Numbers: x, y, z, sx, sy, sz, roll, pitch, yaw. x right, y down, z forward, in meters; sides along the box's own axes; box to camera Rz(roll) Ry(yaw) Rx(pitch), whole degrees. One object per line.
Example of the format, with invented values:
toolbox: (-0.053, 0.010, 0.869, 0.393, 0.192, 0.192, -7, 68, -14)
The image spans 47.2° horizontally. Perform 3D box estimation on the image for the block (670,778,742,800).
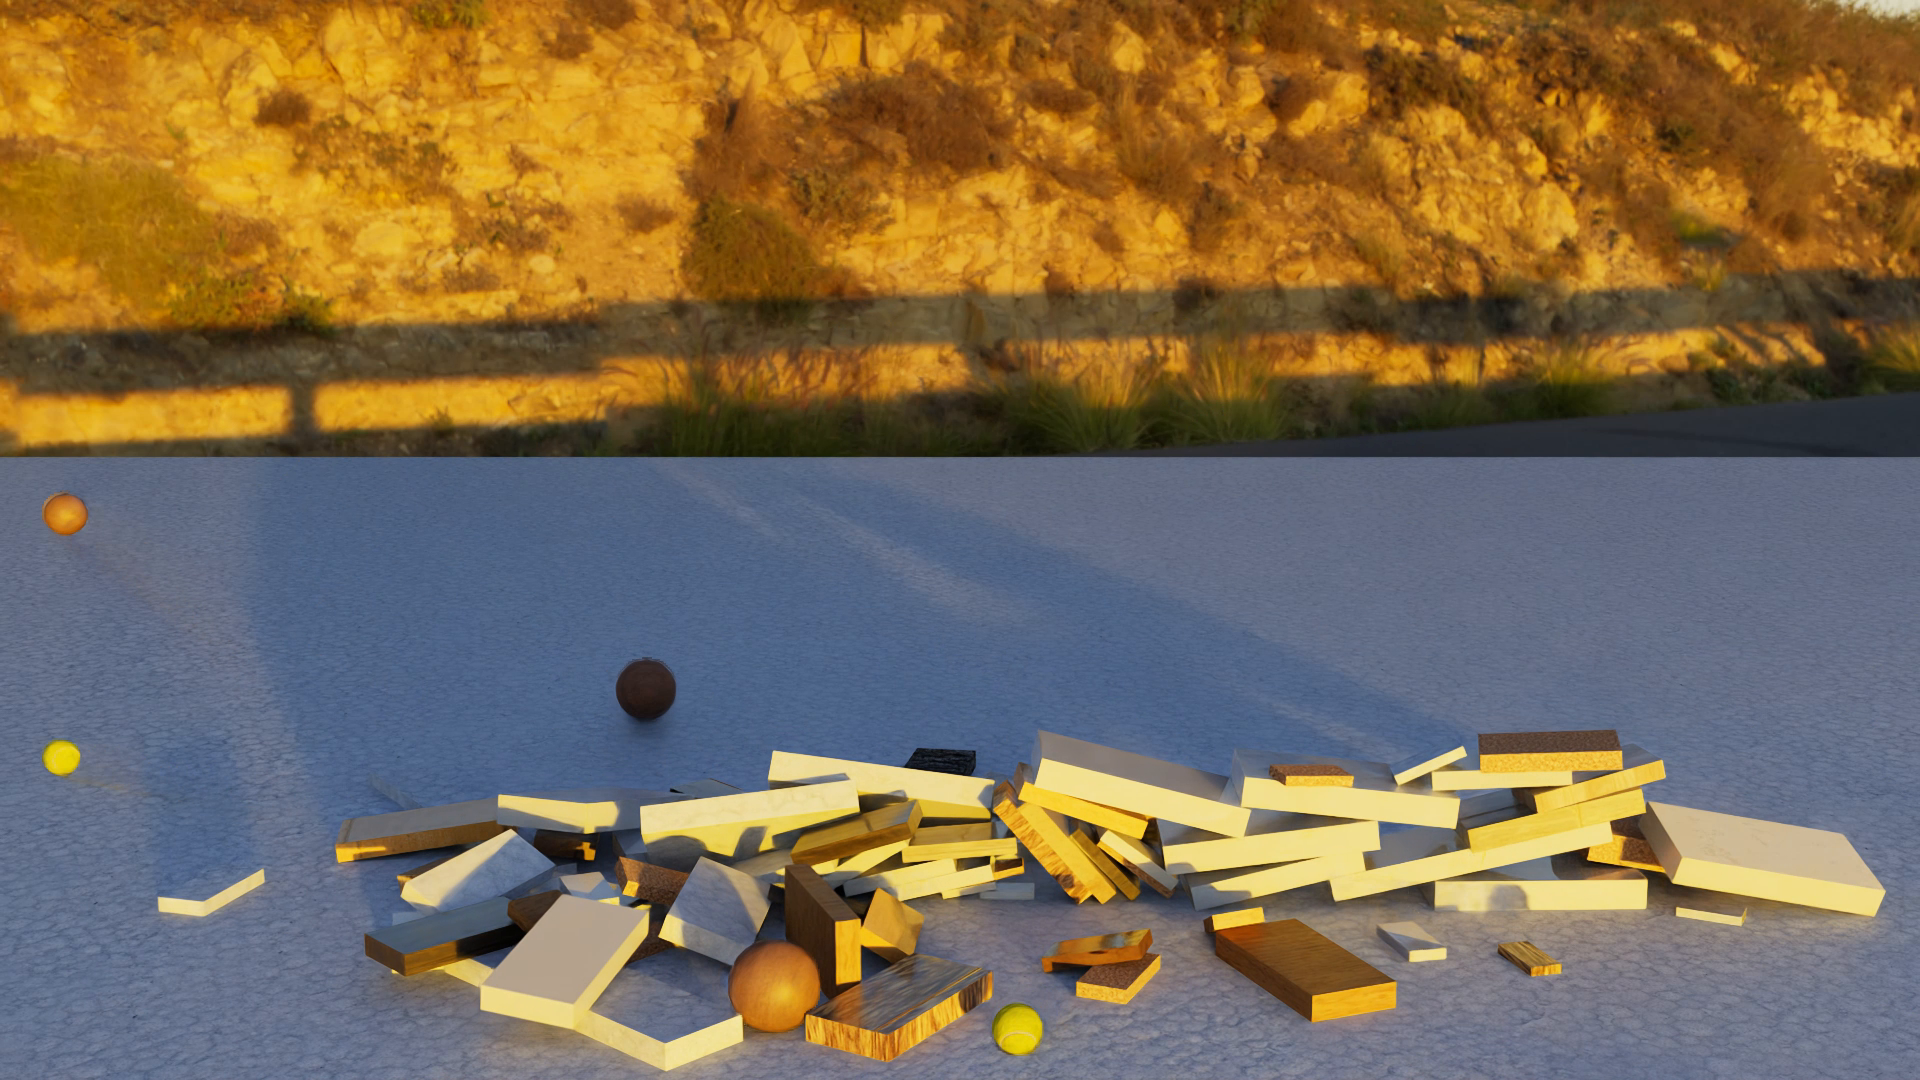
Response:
block: (-0.451, 0.490, 4.133, 0.095, 0.027, 0.190, -9, 14, -42)

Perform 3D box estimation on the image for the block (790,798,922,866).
block: (-0.167, 0.479, 3.578, 0.203, 0.029, 0.102, -17, 12, 12)

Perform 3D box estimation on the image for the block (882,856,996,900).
block: (-0.036, 0.557, 3.652, 0.187, 0.027, 0.094, -13, 10, 5)

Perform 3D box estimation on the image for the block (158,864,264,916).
block: (-1.242, 0.581, 3.653, 0.085, 0.024, 0.170, 3, 11, 15)

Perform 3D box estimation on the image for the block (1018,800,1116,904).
block: (0.177, 0.500, 3.654, 0.030, 0.214, 0.107, -40, 7, 8)

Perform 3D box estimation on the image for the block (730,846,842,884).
block: (-0.295, 0.543, 3.644, 0.203, 0.029, 0.102, -18, 11, 14)

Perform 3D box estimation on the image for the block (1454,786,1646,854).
block: (0.960, 0.440, 3.614, 0.286, 0.041, 0.143, -14, 11, 1)

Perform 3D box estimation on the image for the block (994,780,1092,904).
block: (0.137, 0.501, 3.651, 0.030, 0.214, 0.107, -40, 7, 8)

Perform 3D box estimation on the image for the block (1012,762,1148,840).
block: (0.196, 0.427, 3.614, 0.214, 0.030, 0.107, 19, 10, -7)

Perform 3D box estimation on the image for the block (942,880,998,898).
block: (0.016, 0.576, 3.661, 0.090, 0.013, 0.045, -11, 10, 5)

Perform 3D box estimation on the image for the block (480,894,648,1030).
block: (-0.566, 0.603, 3.169, 0.138, 0.039, 0.276, 9, 20, 12)

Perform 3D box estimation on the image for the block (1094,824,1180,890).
block: (0.291, 0.514, 3.627, 0.151, 0.021, 0.076, 37, 9, -12)

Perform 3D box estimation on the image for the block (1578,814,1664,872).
block: (1.204, 0.518, 3.740, 0.348, 0.049, 0.174, 10, 10, -7)

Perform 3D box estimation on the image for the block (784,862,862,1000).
block: (-0.208, 0.591, 3.302, 0.037, 0.132, 0.265, -4, 11, -20)

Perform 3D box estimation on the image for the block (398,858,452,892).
block: (-0.824, 0.555, 3.658, 0.207, 0.029, 0.104, -8, 5, 34)

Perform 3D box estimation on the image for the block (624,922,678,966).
block: (-0.499, 0.627, 3.416, 0.067, 0.019, 0.133, 9, 14, 40)

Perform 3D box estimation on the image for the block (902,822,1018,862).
block: (0.000, 0.498, 3.633, 0.187, 0.027, 0.094, -5, 10, 2)

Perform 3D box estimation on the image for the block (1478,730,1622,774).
block: (0.956, 0.343, 3.569, 0.220, 0.031, 0.110, -3, 12, 12)

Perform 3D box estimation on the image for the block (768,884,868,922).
block: (-0.210, 0.585, 3.518, 0.177, 0.025, 0.089, 13, 0, 29)

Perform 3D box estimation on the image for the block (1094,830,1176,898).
block: (0.293, 0.534, 3.670, 0.151, 0.021, 0.076, 38, 9, -6)

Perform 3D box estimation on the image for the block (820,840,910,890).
block: (-0.172, 0.526, 3.637, 0.203, 0.029, 0.102, -32, 8, 11)

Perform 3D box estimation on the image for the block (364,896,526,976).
block: (-0.762, 0.597, 3.324, 0.238, 0.034, 0.119, -10, 14, -42)

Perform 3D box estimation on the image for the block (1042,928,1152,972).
block: (0.208, 0.621, 3.331, 0.154, 0.022, 0.077, -12, 5, 20)

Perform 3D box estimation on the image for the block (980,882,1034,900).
block: (0.079, 0.585, 3.663, 0.090, 0.013, 0.045, 0, 11, 3)

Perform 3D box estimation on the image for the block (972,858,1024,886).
block: (0.062, 0.551, 3.658, 0.090, 0.013, 0.045, -14, 10, 3)

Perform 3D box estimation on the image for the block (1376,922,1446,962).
block: (0.703, 0.626, 3.430, 0.060, 0.017, 0.121, -3, 11, -14)

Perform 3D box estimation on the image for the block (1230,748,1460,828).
block: (0.632, 0.408, 3.632, 0.348, 0.049, 0.174, 6, 11, 0)

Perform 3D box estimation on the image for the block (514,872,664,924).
block: (-0.632, 0.590, 3.564, 0.274, 0.039, 0.137, 6, 12, 29)

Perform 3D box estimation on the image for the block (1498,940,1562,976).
block: (0.870, 0.640, 3.362, 0.050, 0.014, 0.101, -3, 11, -15)

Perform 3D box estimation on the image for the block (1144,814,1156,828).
block: (0.353, 0.472, 4.041, 0.141, 0.040, 0.282, 24, 8, -7)

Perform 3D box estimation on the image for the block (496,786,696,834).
block: (-0.640, 0.477, 3.902, 0.178, 0.050, 0.356, 2, -3, 24)

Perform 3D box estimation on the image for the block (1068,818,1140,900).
block: (0.240, 0.528, 3.661, 0.021, 0.151, 0.076, -43, 7, 8)

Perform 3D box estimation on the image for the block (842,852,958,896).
block: (-0.098, 0.545, 3.654, 0.187, 0.027, 0.094, -13, 10, 5)
